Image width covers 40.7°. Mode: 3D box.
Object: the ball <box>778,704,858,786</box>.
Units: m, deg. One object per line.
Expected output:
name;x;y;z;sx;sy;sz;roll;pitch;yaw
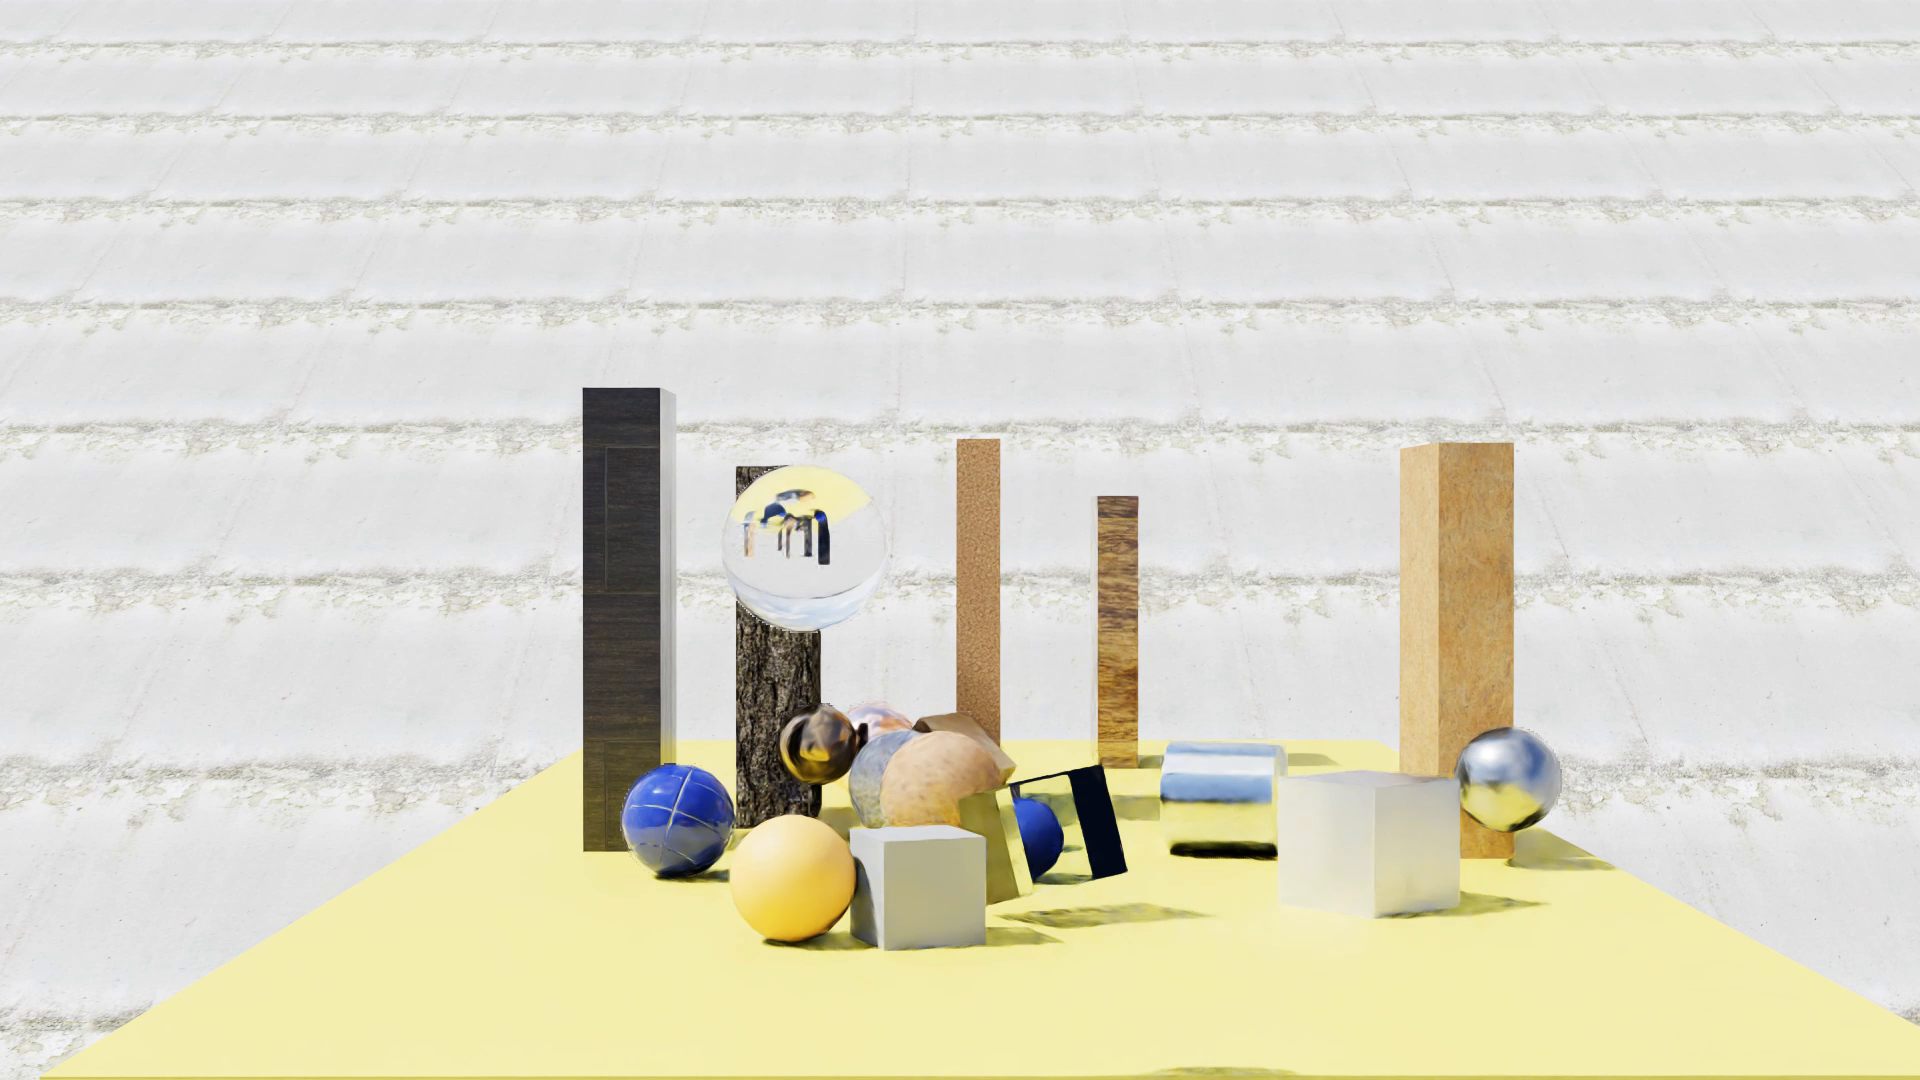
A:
ball;-0.255;0.369;4.651;0.145;0.145;0.145;0;29;0

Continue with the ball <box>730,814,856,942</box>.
ball;-0.224;0.453;3.459;0.170;0.170;0.170;0;29;0

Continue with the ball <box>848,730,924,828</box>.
ball;-0.100;0.431;4.554;0.195;0.195;0.195;0;29;0

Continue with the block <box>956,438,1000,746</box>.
block;0.034;0.167;5.013;0.082;0.715;0.448;0;0;0

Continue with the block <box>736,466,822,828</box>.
block;-0.340;0.195;4.880;0.139;0.663;0.320;0;0;0

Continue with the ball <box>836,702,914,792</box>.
ball;-0.174;0.425;5.196;0.197;0.197;0.197;0;29;0

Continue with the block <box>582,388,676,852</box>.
block;-0.575;0.134;4.516;0.132;0.789;0.251;0;0;0

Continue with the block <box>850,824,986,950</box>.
block;-0.058;0.465;3.474;0.143;0.143;0.143;0;0;-21

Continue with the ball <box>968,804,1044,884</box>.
ball;0.069;0.471;4.001;0.124;0.124;0.124;0;29;0

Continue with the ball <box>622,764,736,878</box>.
ball;-0.444;0.443;4.084;0.178;0.178;0.178;0;29;0

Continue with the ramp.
ramp;0.064;0.578;4.623;2.000;0.100;4.000;0;0;0

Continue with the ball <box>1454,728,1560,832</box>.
ball;0.889;0.390;4.206;0.170;0.170;0.170;0;29;0

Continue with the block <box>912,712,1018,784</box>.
block;-0.022;0.423;4.709;0.149;0.149;0.149;45;23;25

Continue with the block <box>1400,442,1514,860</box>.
block;0.856;0.183;4.477;0.125;0.692;0.375;0;0;0

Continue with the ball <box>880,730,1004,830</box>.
ball;-0.030;0.426;4.365;0.208;0.208;0.208;0;29;0

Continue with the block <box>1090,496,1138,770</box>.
block;0.357;0.208;6.007;0.091;0.618;0.325;0;0;0

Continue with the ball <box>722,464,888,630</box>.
ball;-0.151;0.007;2.519;0.162;0.162;0.162;0;29;0

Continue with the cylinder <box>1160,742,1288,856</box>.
cylinder;0.447;0.436;4.365;0.186;0.186;0.186;0;28;15

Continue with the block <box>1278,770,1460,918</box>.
block;0.597;0.441;3.780;0.186;0.186;0.186;0;1;-40

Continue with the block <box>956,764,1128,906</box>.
block;0.116;0.420;3.669;0.156;0.156;0.156;-9;-9;-30
